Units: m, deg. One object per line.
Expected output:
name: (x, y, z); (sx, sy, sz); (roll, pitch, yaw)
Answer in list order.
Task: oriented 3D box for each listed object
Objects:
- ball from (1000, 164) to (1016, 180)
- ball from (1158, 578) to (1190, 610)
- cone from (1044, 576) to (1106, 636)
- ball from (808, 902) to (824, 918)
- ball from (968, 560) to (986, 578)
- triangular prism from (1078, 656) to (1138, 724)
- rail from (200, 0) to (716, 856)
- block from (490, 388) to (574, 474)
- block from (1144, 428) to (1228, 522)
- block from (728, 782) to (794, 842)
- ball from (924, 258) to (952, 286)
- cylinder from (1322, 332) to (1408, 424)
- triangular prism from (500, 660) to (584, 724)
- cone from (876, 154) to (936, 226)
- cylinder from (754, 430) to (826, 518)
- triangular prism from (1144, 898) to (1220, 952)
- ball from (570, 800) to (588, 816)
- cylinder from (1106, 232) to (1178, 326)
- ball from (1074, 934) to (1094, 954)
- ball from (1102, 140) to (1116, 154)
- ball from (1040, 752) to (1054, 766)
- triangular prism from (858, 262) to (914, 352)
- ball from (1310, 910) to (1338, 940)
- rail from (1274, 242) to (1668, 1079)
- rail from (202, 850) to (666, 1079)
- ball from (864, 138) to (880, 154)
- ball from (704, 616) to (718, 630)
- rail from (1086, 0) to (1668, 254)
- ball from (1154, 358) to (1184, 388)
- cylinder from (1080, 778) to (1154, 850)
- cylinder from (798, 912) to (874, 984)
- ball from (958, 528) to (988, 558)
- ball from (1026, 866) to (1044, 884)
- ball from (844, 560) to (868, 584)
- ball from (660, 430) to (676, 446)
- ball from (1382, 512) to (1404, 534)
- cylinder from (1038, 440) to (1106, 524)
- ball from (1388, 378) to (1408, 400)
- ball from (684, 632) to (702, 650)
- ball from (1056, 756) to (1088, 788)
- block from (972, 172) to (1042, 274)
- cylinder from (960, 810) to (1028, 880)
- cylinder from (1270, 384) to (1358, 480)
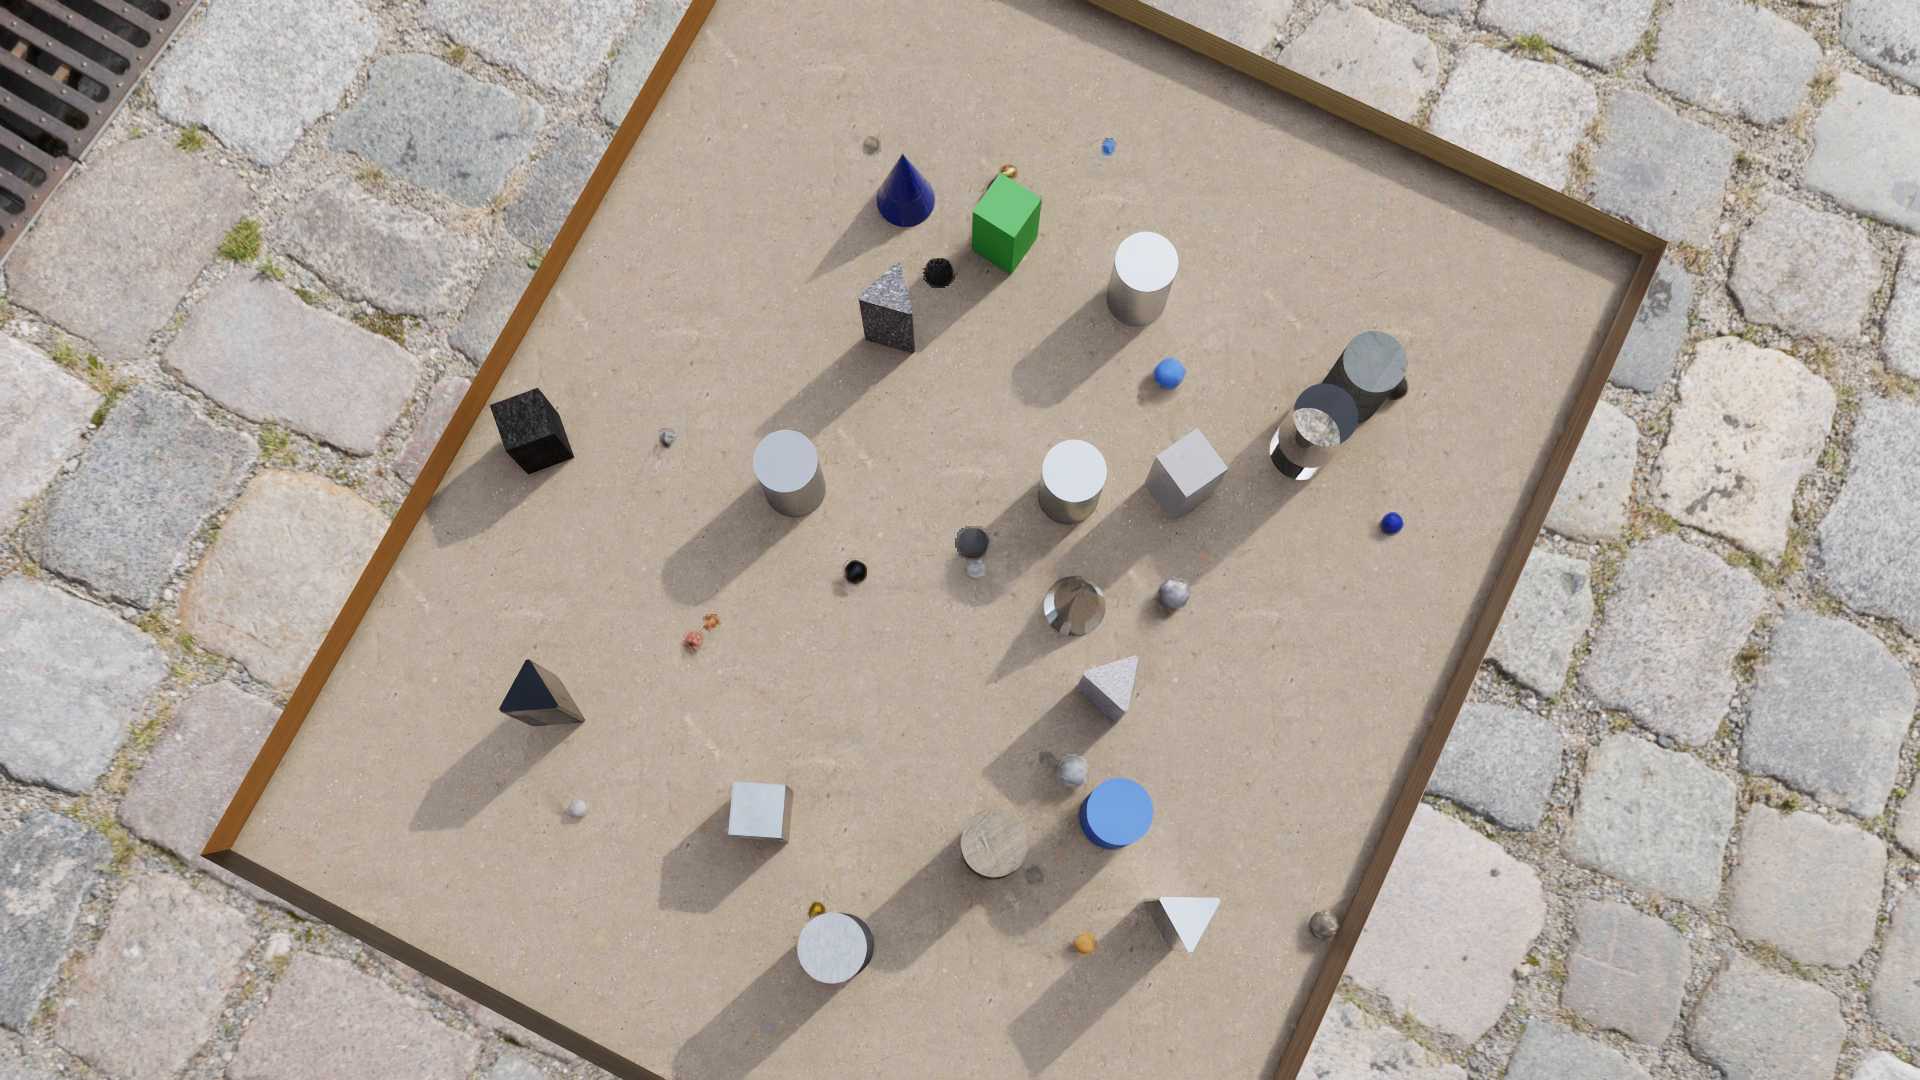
ball: (0.152, -1.169, 5.831); (0.054, 0.054, 0.054); (0, 78, 0)
ball: (0.646, 0.163, 5.536); (0.092, 0.092, 0.092); (0, 78, 0)
cone: (0.349, 0.169, 5.424); (0.188, 0.309, 0.188); (0, 78, 0)
ball: (-0.419, 1.083, 5.355); (0.047, 0.047, 0.047); (0, 78, 0)
ball: (0.051, 0.088, 5.569); (0.056, 0.056, 0.056); (0, 78, 0)
triangular prism: (0.459, 0.413, 5.371); (0.162, 0.314, 0.141); (42, 81, 8)
rail: (-1.364, -0.661, 5.690); (0.045, 0.122, 3.647); (26, 80, 5)
block: (-1.290, -0.326, 5.536); (0.150, 0.290, 0.150); (-21, 79, -4)
block: (0.673, -0.191, 5.483); (0.150, 0.338, 0.150); (-34, 80, -7)
block: (-0.576, 0.790, 5.323); (0.150, 0.255, 0.150); (4, 78, 1)
ball: (-0.067, -0.841, 5.745); (0.089, 0.089, 0.089); (0, 78, 0)
cylinder: (1.215, -0.487, 5.537); (0.188, 0.353, 0.188); (0, 78, 0)
triangular prism: (-1.212, 0.442, 5.329); (0.162, 0.383, 0.141); (-4, 78, -1)
cone: (-0.172, -1.122, 5.667); (0.188, 0.356, 0.188); (0, 78, 0)
cylinder: (-0.507, -0.195, 5.484); (0.188, 0.339, 0.188); (0, 78, 0)
triangular prism: (0.602, 1.051, 5.172); (0.141, 0.445, 0.162); (31, 80, 6)
ball: (-1.131, 0.793, 5.425); (0.053, 0.053, 0.053); (0, 78, 0)
cylinder: (0.555, -0.795, 5.613); (0.188, 0.329, 0.188); (0, 78, 0)
ball: (0.362, 1.177, 5.343); (0.059, 0.059, 0.059); (0, 78, 0)
ball: (0.476, -1.254, 5.855); (0.041, 0.041, 0.041); (0, 78, 0)
ball: (0.258, 0.652, 5.458); (0.046, 0.046, 0.046); (0, 78, 0)
triangular prism: (-0.200, -0.713, 5.569); (0.162, 0.383, 0.141); (17, 79, 3)
ball: (1.060, 1.124, 5.341); (0.084, 0.084, 0.084); (0, 78, 0)
rail: (1.364, 0.674, 5.414); (0.045, 0.122, 3.647); (26, 80, 5)
rail: (-0.805, 1.583, 5.226); (3.096, 0.122, 0.045); (26, 80, 5)
ball: (-0.283, -1.261, 5.851); (0.051, 0.051, 0.051); (0, 78, 0)
ball: (-0.752, 0.250, 5.544); (0.041, 0.041, 0.041); (0, 78, 0)
rail: (0.805, -1.570, 5.878); (3.096, 0.122, 0.045); (26, 80, 5)
ball: (0.650, -0.517, 5.676); (0.093, 0.093, 0.093); (0, 78, 0)
cylinder: (0.449, 0.793, 5.293); (0.188, 0.312, 0.188); (0, 78, 0)
cylinder: (-0.346, 1.145, 5.161); (0.188, 0.428, 0.188); (0, 78, 0)
ball: (0.040, 0.009, 5.567); (0.094, 0.094, 0.094); (0, 78, 0)
ball: (0.220, 0.986, 5.385); (0.055, 0.055, 0.055); (0, 78, 0)
ball: (-0.316, 0.097, 5.560); (0.071, 0.071, 0.071); (0, 78, 0)
ball: (-0.901, -0.317, 5.657); (0.048, 0.048, 0.048); (0, 78, 0)
ball: (1.320, -0.052, 5.594); (0.065, 0.065, 0.065); (0, 78, 0)
cylinder: (0.334, -0.170, 5.492); (0.188, 0.313, 0.188); (0, 78, 0)
ball: (1.348, -0.476, 5.675); (0.078, 0.078, 0.078); (0, 78, 0)
ball: (-0.803, 0.303, 5.526); (0.053, 0.053, 0.053); (0, 78, 0)
ball: (0.332, 0.689, 5.426); (0.093, 0.093, 0.093); (0, 78, 0)
block: (0.142, -0.972, 5.654); (0.150, 0.321, 0.150); (33, 80, 6)
cylinder: (0.096, 0.878, 5.267); (0.188, 0.329, 0.188); (0, 78, 0)
cylinder: (1.053, -0.319, 5.474); (0.188, 0.409, 0.188); (0, 78, 0)
